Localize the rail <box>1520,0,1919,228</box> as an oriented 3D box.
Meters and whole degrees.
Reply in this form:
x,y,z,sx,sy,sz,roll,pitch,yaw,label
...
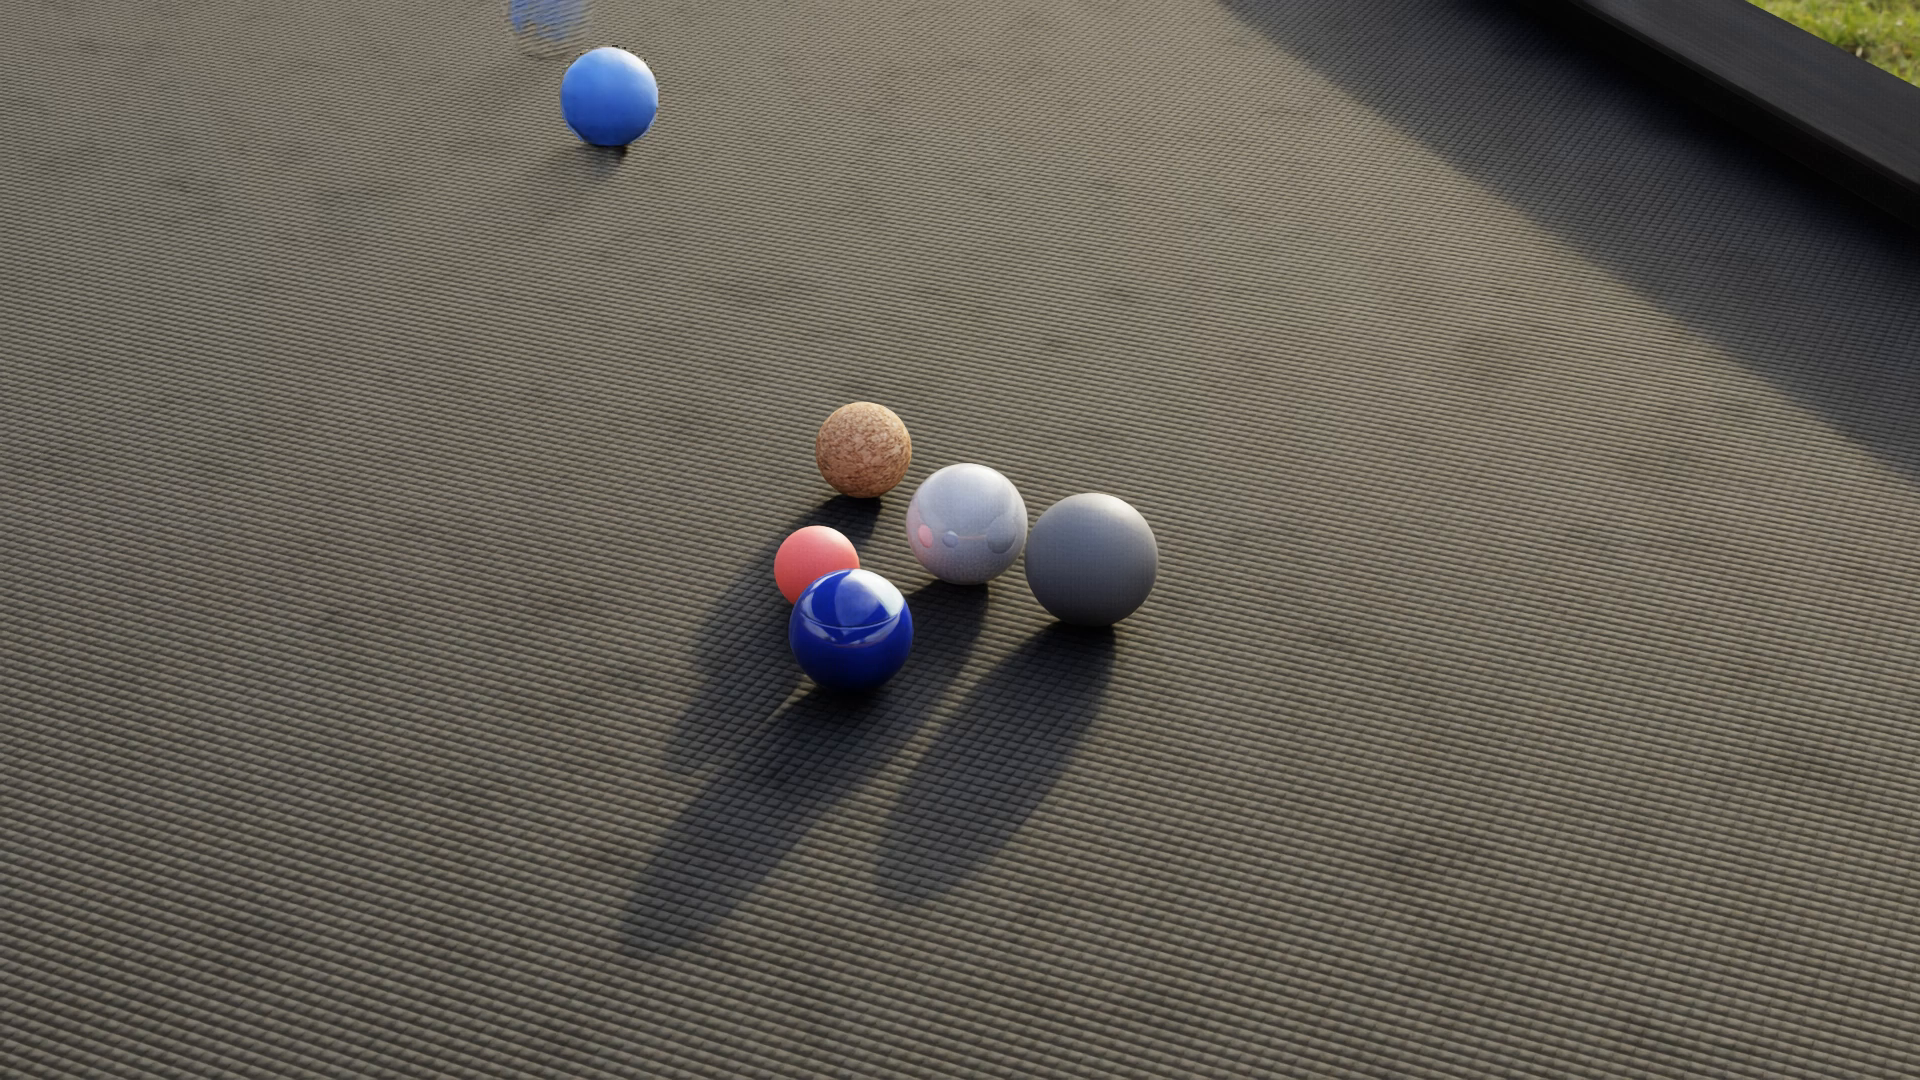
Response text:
x,y,z,sx,sy,sz,roll,pitch,yaw,label
0.593,-0.553,2.900,0.045,0.114,3.559,-9,29,-17,rail

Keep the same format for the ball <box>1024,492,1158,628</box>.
x,y,z,sx,sy,sz,roll,pitch,yaw,label
0.082,0.013,1.847,0.085,0.085,0.085,0,27,0,ball

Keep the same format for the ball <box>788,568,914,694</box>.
x,y,z,sx,sy,sz,roll,pitch,yaw,label
-0.066,0.055,1.775,0.076,0.076,0.076,0,27,0,ball

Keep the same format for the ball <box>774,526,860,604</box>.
x,y,z,sx,sy,sz,roll,pitch,yaw,label
-0.091,0.018,1.868,0.055,0.055,0.055,0,27,0,ball

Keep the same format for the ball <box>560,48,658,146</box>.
x,y,z,sx,sy,sz,roll,pitch,yaw,label
-0.314,-0.396,2.629,0.088,0.088,0.088,0,27,0,ball

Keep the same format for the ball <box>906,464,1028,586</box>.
x,y,z,sx,sy,sz,roll,pitch,yaw,label
0.004,-0.010,1.896,0.079,0.079,0.079,0,27,0,ball

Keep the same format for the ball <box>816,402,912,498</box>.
x,y,z,sx,sy,sz,roll,pitch,yaw,label
-0.066,-0.061,2.009,0.066,0.066,0.066,0,27,0,ball
